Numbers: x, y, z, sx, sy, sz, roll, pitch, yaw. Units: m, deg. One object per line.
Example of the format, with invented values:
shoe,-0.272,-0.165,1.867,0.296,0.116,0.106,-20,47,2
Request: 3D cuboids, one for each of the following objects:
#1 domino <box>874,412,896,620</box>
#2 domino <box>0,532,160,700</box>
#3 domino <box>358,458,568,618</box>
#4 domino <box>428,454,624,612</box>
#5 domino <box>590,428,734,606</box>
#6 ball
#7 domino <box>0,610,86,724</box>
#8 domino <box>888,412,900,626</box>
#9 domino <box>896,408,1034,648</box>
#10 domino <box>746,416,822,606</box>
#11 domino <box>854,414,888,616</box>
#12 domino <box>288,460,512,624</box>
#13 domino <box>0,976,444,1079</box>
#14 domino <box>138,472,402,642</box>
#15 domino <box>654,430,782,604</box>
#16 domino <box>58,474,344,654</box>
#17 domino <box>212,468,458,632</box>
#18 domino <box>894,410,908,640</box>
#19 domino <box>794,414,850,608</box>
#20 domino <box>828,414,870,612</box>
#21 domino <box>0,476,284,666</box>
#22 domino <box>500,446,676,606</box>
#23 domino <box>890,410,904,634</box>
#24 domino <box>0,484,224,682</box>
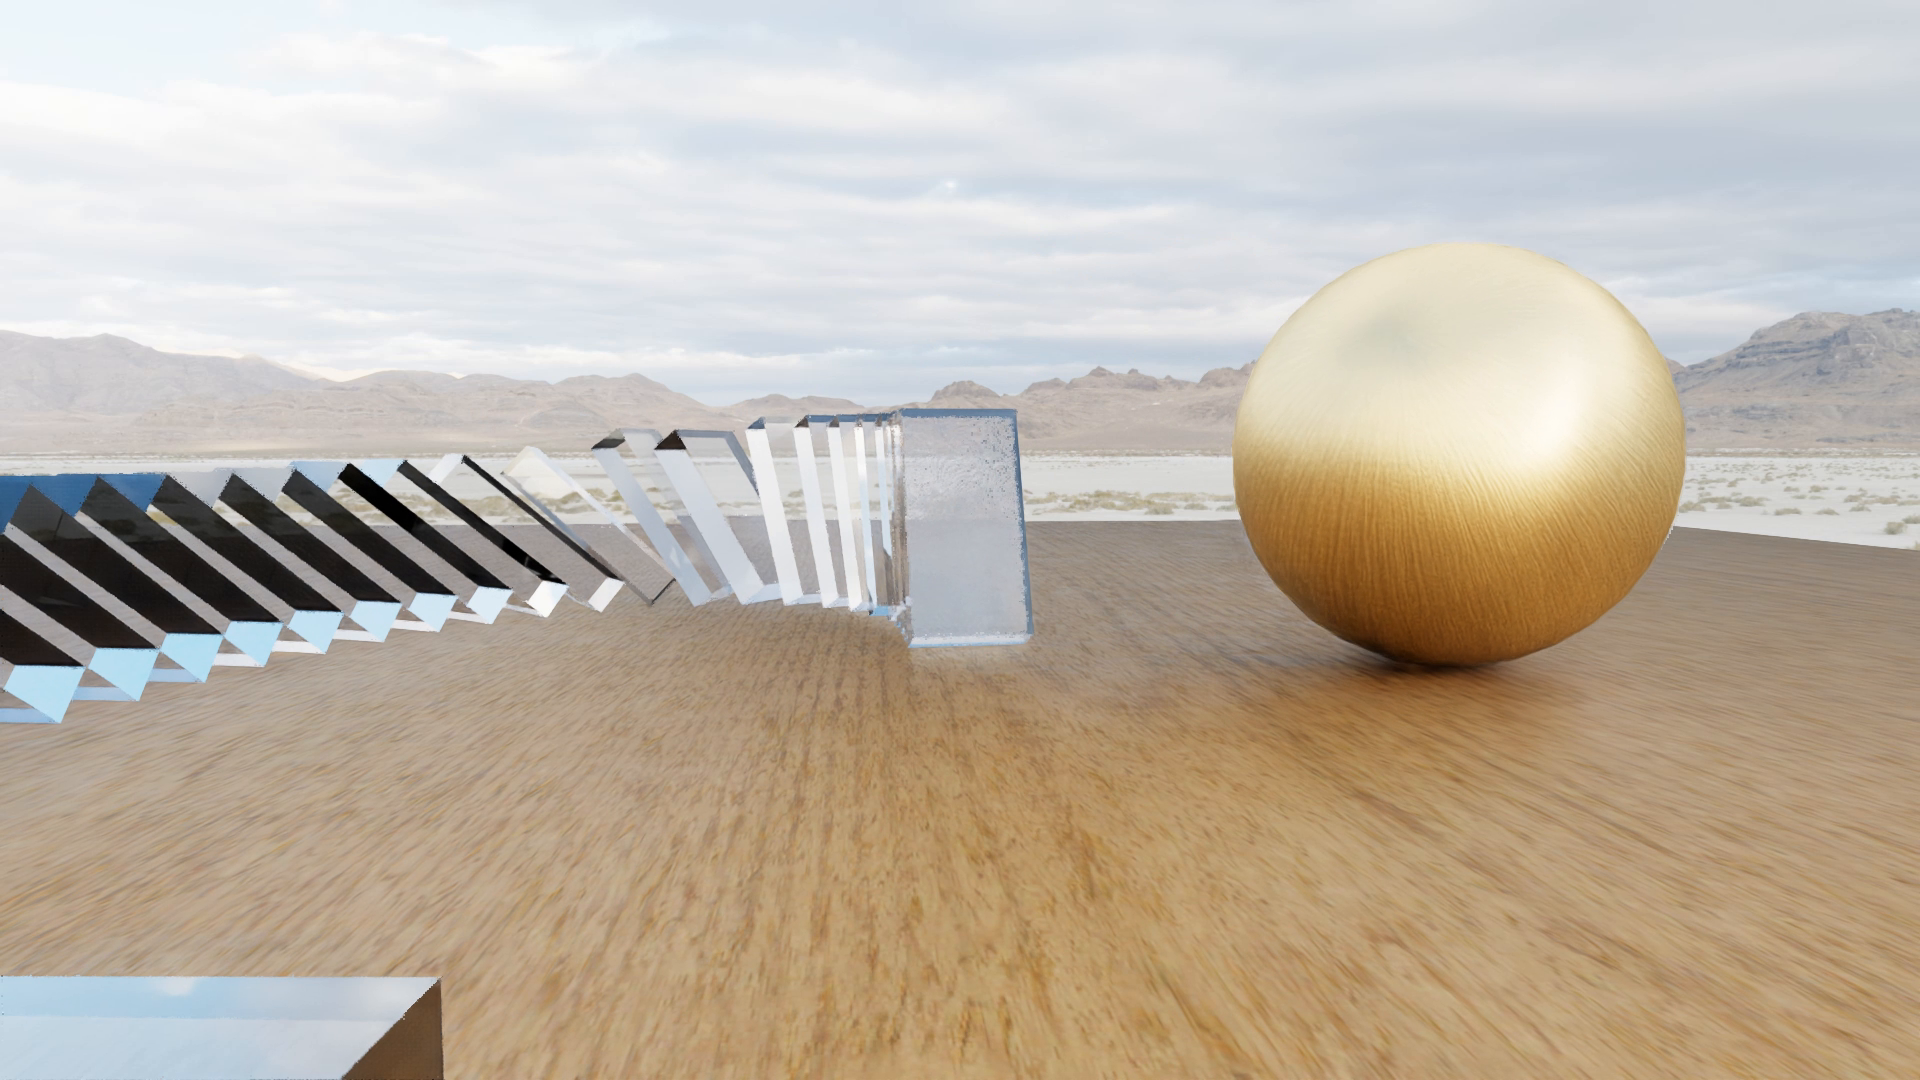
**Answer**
domino,-0.006,-0.006,0.314,0.025,0.050,0.010,-1,-17,-14
domino,-0.150,0.010,0.195,0.025,0.010,0.050,0,-31,5
domino,-0.122,0.000,0.312,0.025,0.010,0.050,5,-33,47
domino,-0.111,-0.002,0.326,0.050,0.010,0.025,44,-18,-26
domino,-0.077,-0.007,0.348,0.010,0.050,0.025,-34,-2,11
ball,0.092,-0.016,0.244,0.080,0.080,0.080,0,4,0
domino,-0.151,0.011,0.178,0.025,0.010,0.050,0,-32,5
domino,-0.003,-0.005,0.304,0.025,0.050,0.010,-1,-17,-10
domino,0.001,-0.003,0.273,0.025,0.050,0.010,-1,-17,-10
domino,-0.040,-0.009,0.348,0.025,0.050,0.009,-4,-16,-40
domino,-0.012,-0.007,0.324,0.025,0.050,0.009,-1,-17,-16
domino,-0.131,0.001,0.296,0.025,0.009,0.050,3,-33,37
domino,-0.057,0.033,0.068,0.050,0.010,0.025,0,4,0
domino,-0.142,0.004,0.263,0.025,0.010,0.050,2,-32,21
domino,-0.061,-0.007,0.352,0.010,0.050,0.025,-37,-13,24
domino,-0.146,0.006,0.246,0.025,0.010,0.050,1,-32,16
domino,-0.137,0.003,0.279,0.025,0.010,0.050,2,-32,26
domino,0.000,-0.004,0.284,0.025,0.050,0.010,-1,-17,-10
domino,-0.027,-0.008,0.342,0.025,0.050,0.010,-3,-16,-31
domino,-0.018,-0.008,0.334,0.025,0.050,0.010,-2,-16,-24
domino,-0.149,0.007,0.229,0.025,0.009,0.050,1,-32,12
domino,-0.097,-0.004,0.340,0.050,0.010,0.025,44,-6,-11
domino,-0.002,-0.005,0.294,0.025,0.050,0.009,-1,-17,-10
domino,-0.149,0.008,0.212,0.025,0.009,0.050,0,-31,7
